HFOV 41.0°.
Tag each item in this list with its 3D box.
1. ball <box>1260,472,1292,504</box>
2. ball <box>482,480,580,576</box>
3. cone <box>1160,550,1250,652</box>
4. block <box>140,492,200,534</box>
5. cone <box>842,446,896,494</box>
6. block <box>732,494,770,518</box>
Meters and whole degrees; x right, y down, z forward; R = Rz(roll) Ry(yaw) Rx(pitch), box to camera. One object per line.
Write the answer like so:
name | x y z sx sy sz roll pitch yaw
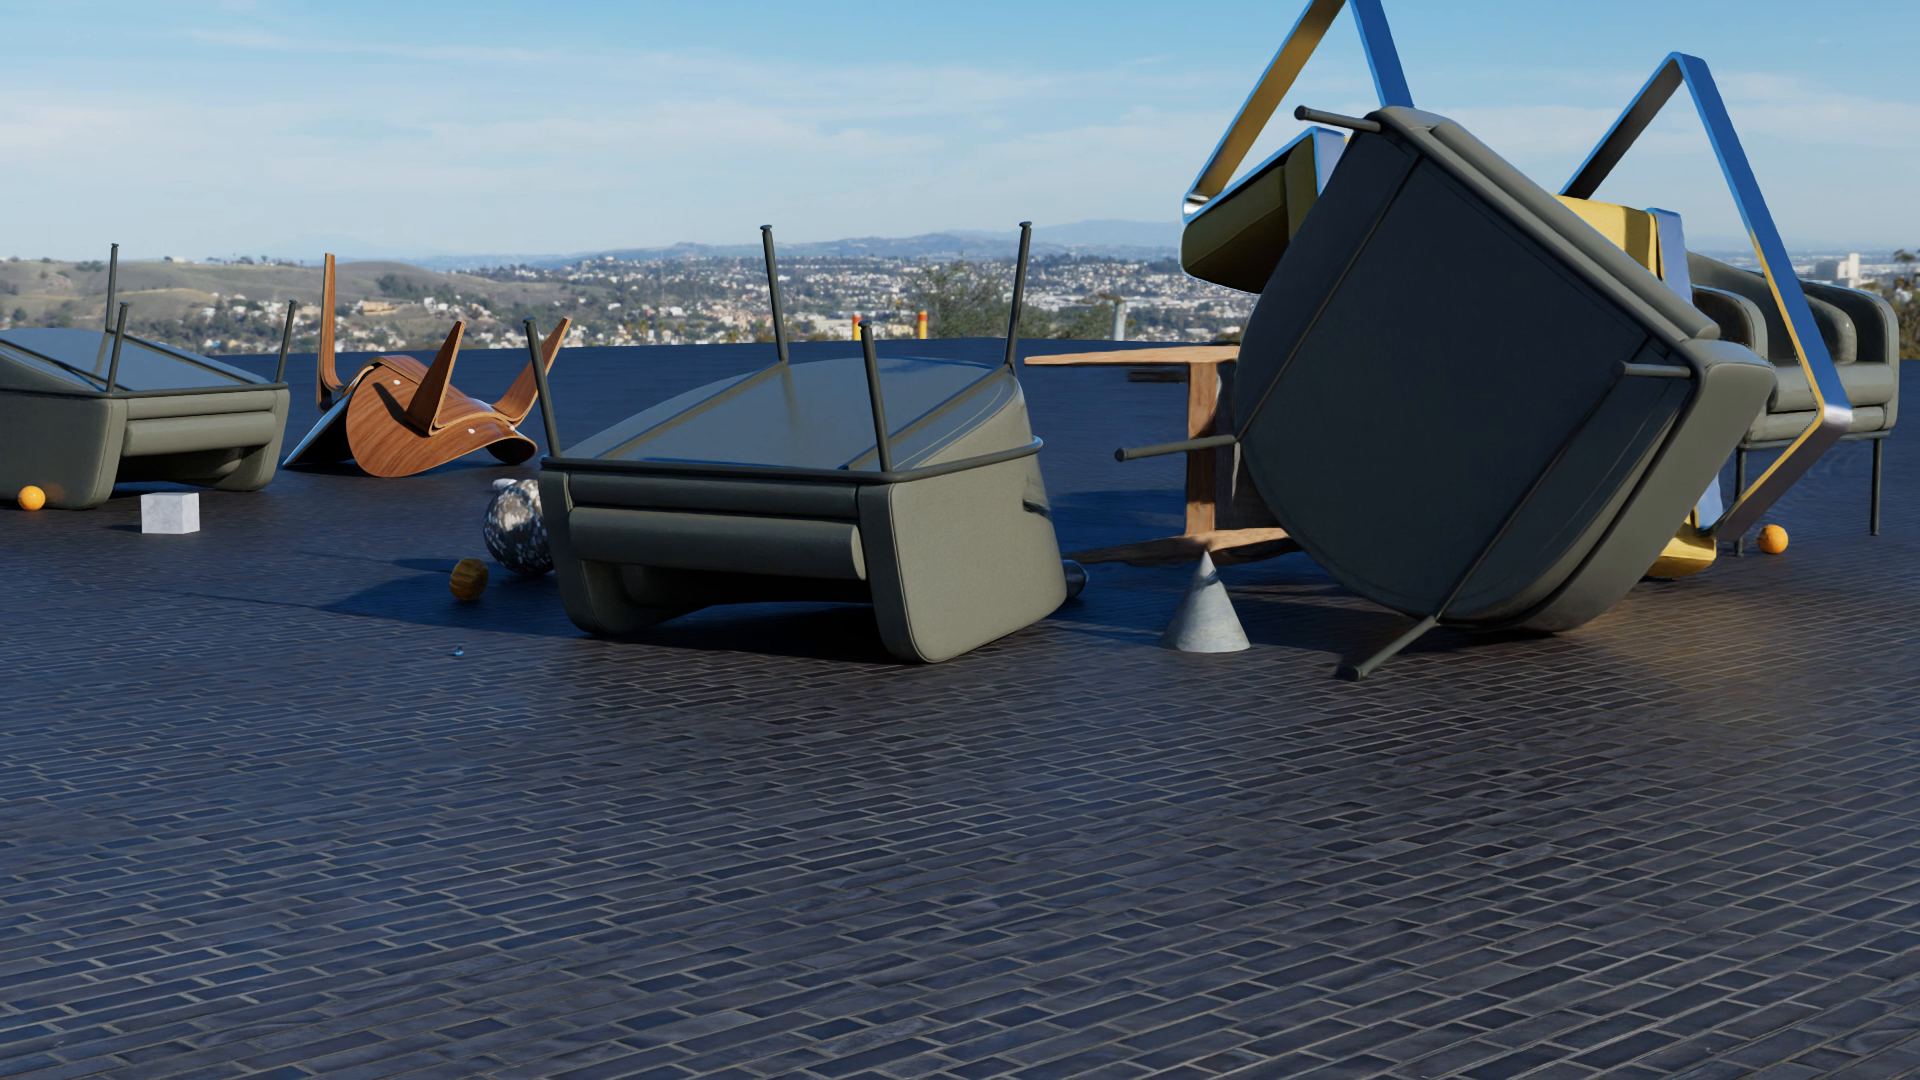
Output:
ball | 0.915 -0.150 7.427 0.092 0.092 0.092 0 6 0
ball | -0.944 -0.028 5.656 0.211 0.211 0.211 0 6 0
cone | 0.438 0.101 4.580 0.162 0.174 0.180 0 6 2
block | -2.037 -0.070 6.617 0.114 0.097 0.089 1 6 10
cone | -0.300 -0.179 7.807 0.151 0.159 0.147 -32 41 -20
block | -0.577 -0.094 7.066 0.084 0.053 0.059 -5 8 -41
